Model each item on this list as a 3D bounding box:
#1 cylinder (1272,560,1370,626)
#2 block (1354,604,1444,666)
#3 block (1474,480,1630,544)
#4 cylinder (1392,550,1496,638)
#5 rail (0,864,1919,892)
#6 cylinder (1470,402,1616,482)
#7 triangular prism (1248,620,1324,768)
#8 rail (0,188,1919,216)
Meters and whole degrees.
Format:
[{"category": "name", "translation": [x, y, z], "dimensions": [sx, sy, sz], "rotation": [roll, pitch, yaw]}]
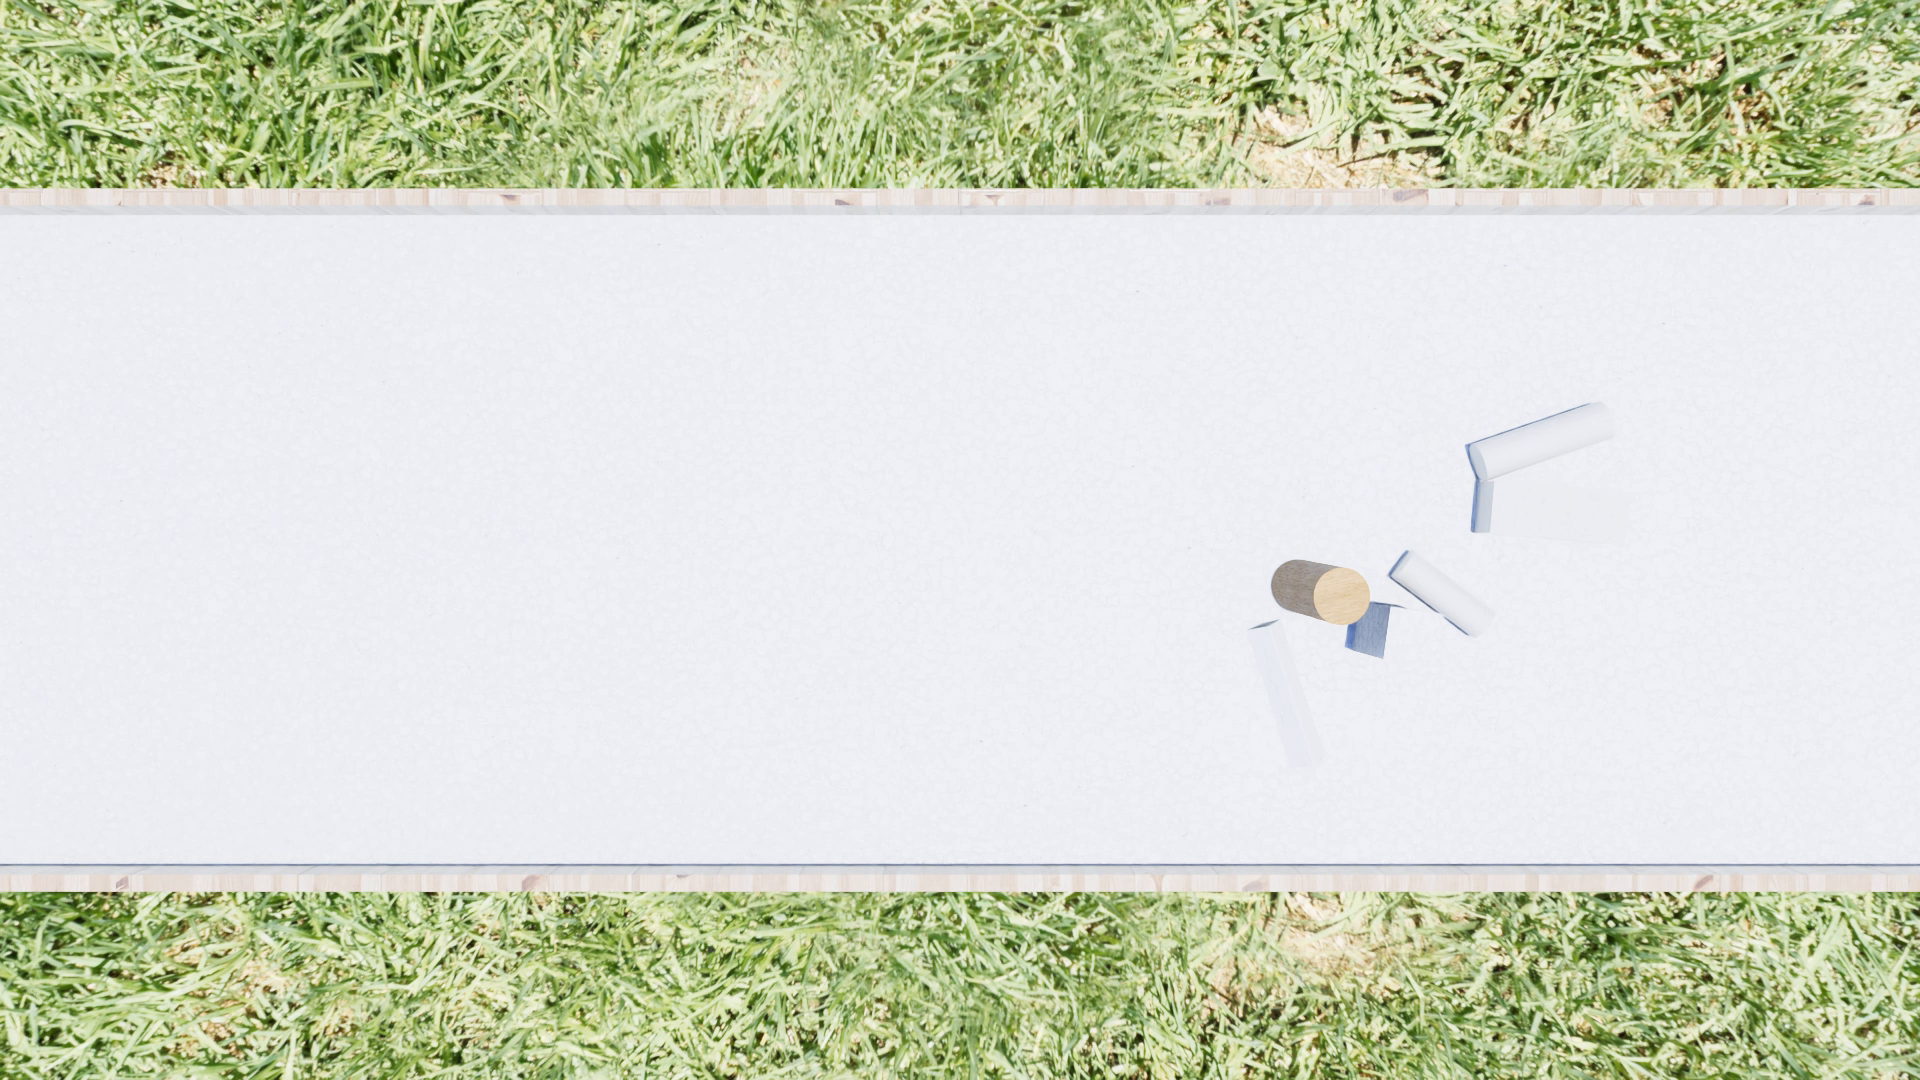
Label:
[{"category": "cylinder", "translation": [1.054, 0.149, 4.846], "dimensions": [0.162, 0.450, 0.162], "rotation": [0, 92, -4]}, {"category": "block", "translation": [1.295, 0.276, 4.894], "dimensions": [0.152, 0.365, 0.152], "rotation": [8, 90, 0]}, {"category": "block", "translation": [1.789, -0.082, 4.998], "dimensions": [0.404, 0.156, 0.156], "rotation": [5, 90, 0]}, {"category": "cylinder", "translation": [1.472, 0.165, 5.025], "dimensions": [0.311, 0.102, 0.102], "rotation": [37, 90, 0]}, {"category": "rail", "translation": [-2.247, 1.025, 5.001], "dimensions": [12.000, 0.150, 0.050], "rotation": [0, 90, 0]}, {"category": "cylinder", "translation": [1.770, -0.300, 5.016], "dimensions": [0.408, 0.121, 0.121], "rotation": [-19, 90, 0]}, {"category": "triangular prism", "translation": [1.003, 0.472, 5.028], "dimensions": [0.107, 0.092, 0.445], "rotation": [-18, 90, 0]}, {"category": "rail", "translation": [-2.247, -1.025, 5.002], "dimensions": [12.000, 0.150, 0.050], "rotation": [0, 90, 0]}]
